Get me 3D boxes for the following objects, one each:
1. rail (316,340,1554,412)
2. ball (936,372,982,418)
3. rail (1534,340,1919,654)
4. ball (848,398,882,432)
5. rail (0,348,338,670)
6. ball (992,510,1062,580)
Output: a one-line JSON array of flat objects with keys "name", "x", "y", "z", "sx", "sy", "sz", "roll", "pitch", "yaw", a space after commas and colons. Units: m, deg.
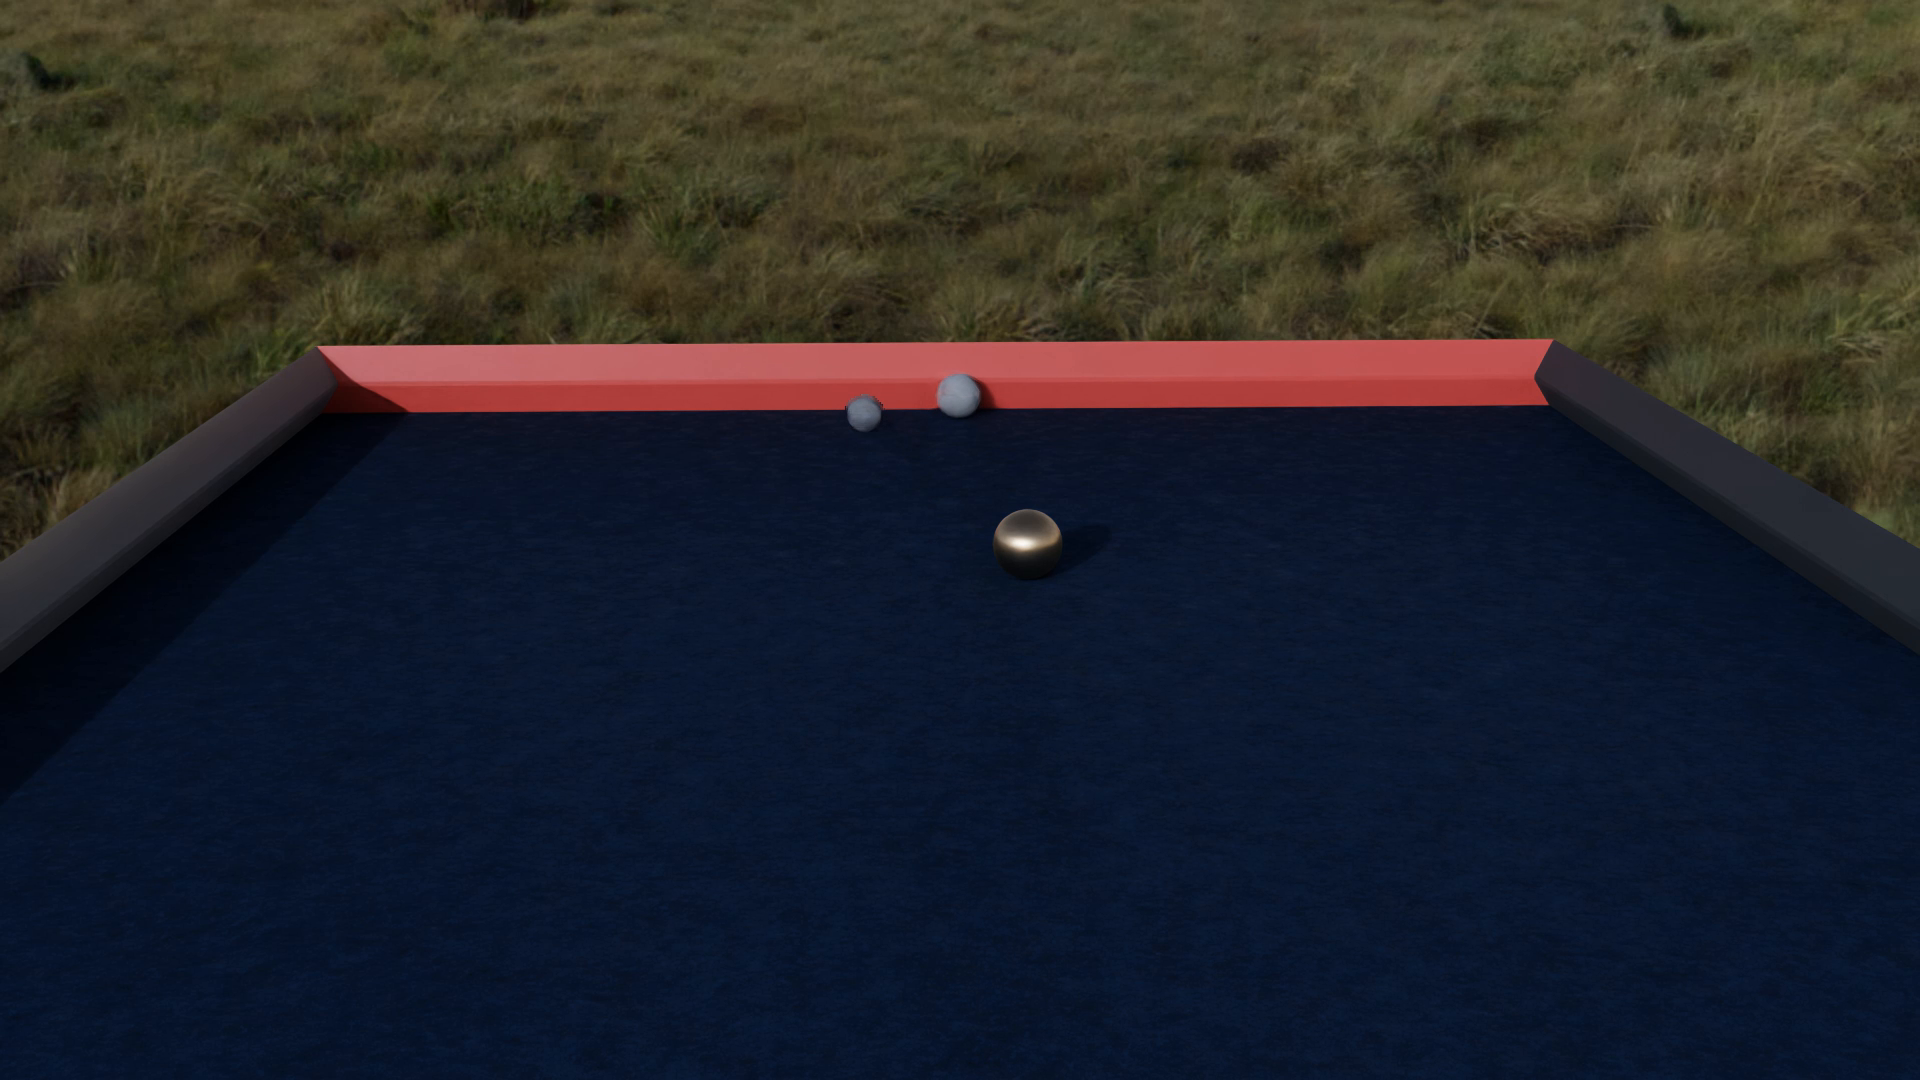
[{"name": "rail", "x": -0.034, "y": -0.291, "z": 3.951, "sx": 2.230, "sy": 0.120, "sz": 0.045, "roll": 0, "pitch": 15, "yaw": -2}, {"name": "ball", "x": -0.003, "y": -0.256, "z": 3.900, "sx": 0.081, "sy": 0.081, "sz": 0.081, "roll": 0, "pitch": 15, "yaw": 0}, {"name": "rail", "x": 1.126, "y": 0.244, "z": 1.935, "sx": 0.045, "sy": 0.120, "sz": 4.292, "roll": 0, "pitch": 15, "yaw": -2}, {"name": "ball", "x": -0.165, "y": -0.216, "z": 3.791, "sx": 0.060, "sy": 0.060, "sz": 0.060, "roll": 0, "pitch": 15, "yaw": 0}, {"name": "rail", "x": -1.056, "y": 0.262, "z": 1.866, "sx": 0.045, "sy": 0.120, "sz": 4.292, "roll": 0, "pitch": 15, "yaw": -2}, {"name": "ball", "x": 0.089, "y": 0.006, "z": 2.891, "sx": 0.092, "sy": 0.092, "sz": 0.092, "roll": 0, "pitch": 15, "yaw": 0}]
